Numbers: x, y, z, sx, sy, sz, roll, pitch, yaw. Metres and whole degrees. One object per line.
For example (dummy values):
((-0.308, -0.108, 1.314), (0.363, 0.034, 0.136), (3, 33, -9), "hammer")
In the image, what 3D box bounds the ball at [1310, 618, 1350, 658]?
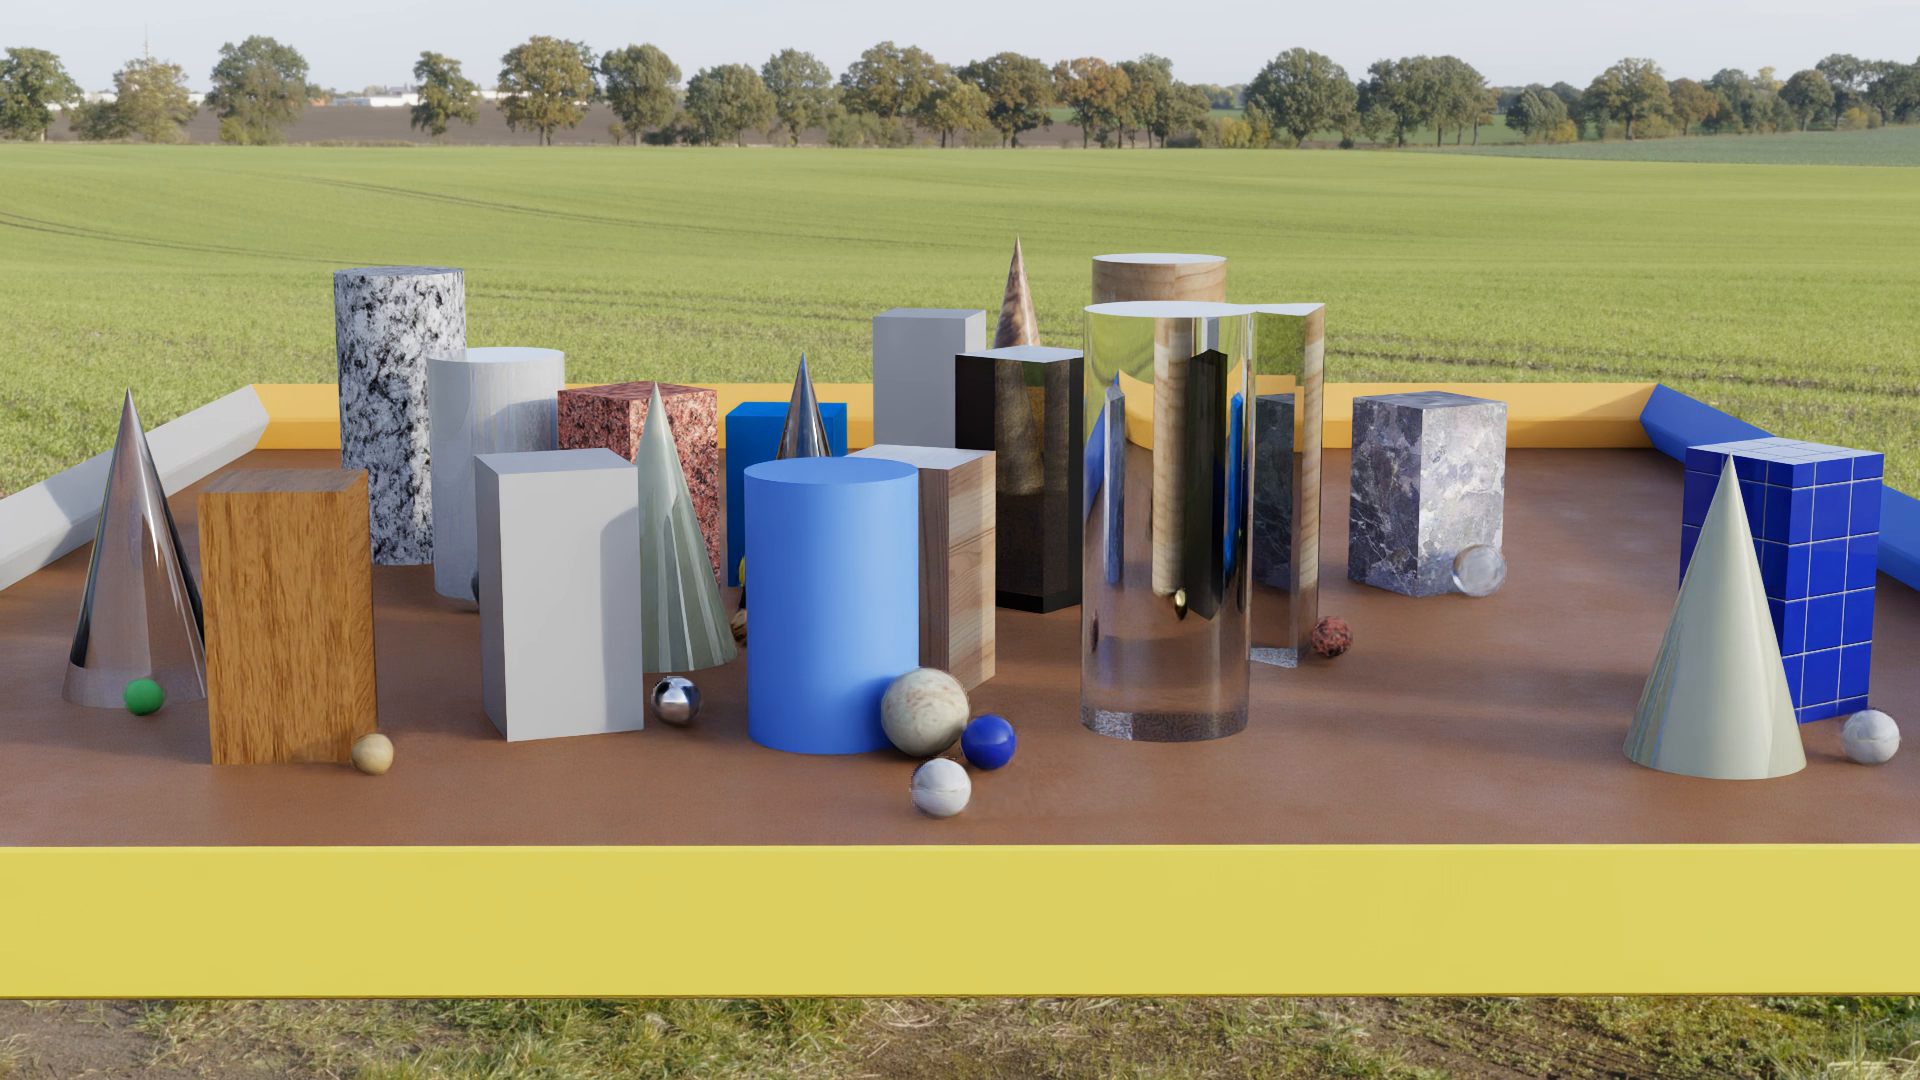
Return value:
((0.459, 0.121, 3.176), (0.049, 0.049, 0.049), (0, 11, 0), "ball")

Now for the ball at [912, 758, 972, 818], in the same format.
((-0.018, 0.242, 2.501), (0.058, 0.058, 0.058), (0, 11, 0), "ball")

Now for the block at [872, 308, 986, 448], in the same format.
((-0.048, -0.203, 4.153), (0.151, 0.328, 0.151), (2, 11, 13), "block")

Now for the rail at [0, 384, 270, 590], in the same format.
((-1.316, 0.033, 3.442), (0.045, 0.122, 2.928), (0, 11, 0), "rail")

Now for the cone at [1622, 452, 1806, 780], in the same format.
((0.802, 0.067, 2.700), (0.189, 0.329, 0.189), (0, 11, 0), "cone")

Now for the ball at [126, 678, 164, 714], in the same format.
((-0.920, 0.177, 2.897), (0.042, 0.042, 0.042), (0, 11, 0), "ball")

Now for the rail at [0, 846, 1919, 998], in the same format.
((0.008, 0.296, 2.033), (2.679, 0.122, 0.045), (0, 11, 0), "rail")

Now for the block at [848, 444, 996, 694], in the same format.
((-0.056, 0.036, 3.019), (0.151, 0.272, 0.151), (4, 11, 21), "block")

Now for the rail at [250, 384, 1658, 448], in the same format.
((-0.008, -0.233, 4.865), (2.679, 0.122, 0.045), (0, 11, 0), "rail")

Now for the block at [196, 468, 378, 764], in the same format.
((-0.716, 0.079, 2.746), (0.151, 0.289, 0.151), (-1, 11, -4), "block")

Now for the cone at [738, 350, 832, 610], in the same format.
((-0.202, -0.068, 3.334), (0.189, 0.362, 0.189), (0, 11, 0), "cone")

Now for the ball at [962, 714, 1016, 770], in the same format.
((0.030, 0.210, 2.672), (0.058, 0.058, 0.058), (0, 11, 0), "ball")

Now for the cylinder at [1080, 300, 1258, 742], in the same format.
((0.229, -0.024, 2.831), (0.189, 0.461, 0.189), (0, 11, 0), "cylinder")

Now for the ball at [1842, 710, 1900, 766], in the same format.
((0.955, 0.207, 2.690), (0.058, 0.058, 0.058), (0, 11, 0), "ball")

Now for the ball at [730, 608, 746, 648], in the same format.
((-0.262, 0.110, 3.226), (0.052, 0.052, 0.052), (0, 11, 0), "ball")

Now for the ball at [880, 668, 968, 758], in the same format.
((-0.038, 0.183, 2.720), (0.094, 0.094, 0.094), (0, 11, 0), "ball")

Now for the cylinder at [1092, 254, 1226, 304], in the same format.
((0.279, -0.171, 3.637), (0.189, 0.455, 0.189), (0, 11, 0), "cylinder")

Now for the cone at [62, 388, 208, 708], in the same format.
((-0.959, -0.002, 2.988), (0.189, 0.359, 0.189), (0, 11, 0), "cone")

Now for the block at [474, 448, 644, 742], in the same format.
((-0.446, 0.057, 2.852), (0.151, 0.293, 0.151), (-4, 11, -20), "block")

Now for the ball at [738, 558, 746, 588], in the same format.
((-0.263, 0.044, 3.506), (0.078, 0.078, 0.078), (0, 11, 0), "ball")

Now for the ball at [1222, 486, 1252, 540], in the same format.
((0.408, -0.042, 3.956), (0.082, 0.082, 0.082), (0, 11, 0), "ball")

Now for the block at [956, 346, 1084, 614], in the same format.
((0.100, -0.086, 3.500), (0.151, 0.337, 0.151), (8, 13, 38), "block")

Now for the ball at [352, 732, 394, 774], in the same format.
((-0.607, 0.221, 2.653), (0.044, 0.044, 0.044), (0, 11, 0), "ball")

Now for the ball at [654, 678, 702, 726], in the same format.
((-0.314, 0.179, 2.852), (0.053, 0.053, 0.053), (0, 11, 0), "ball")

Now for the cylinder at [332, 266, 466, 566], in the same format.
((-0.825, -0.188, 3.813), (0.189, 0.423, 0.189), (0, 11, 0), "cylinder")

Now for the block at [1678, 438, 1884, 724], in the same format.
((0.928, 0.044, 2.914), (0.151, 0.295, 0.151), (-7, 12, -32), "block")

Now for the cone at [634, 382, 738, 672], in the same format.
((-0.371, -0.026, 3.159), (0.189, 0.344, 0.189), (0, 11, 0), "cone")

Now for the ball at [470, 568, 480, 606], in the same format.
((-0.611, 0.060, 3.419), (0.080, 0.080, 0.080), (0, 11, 0), "ball")

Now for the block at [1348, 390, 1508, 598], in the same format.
((0.656, -0.068, 3.610), (0.151, 0.261, 0.151), (-6, 12, -29), "block")

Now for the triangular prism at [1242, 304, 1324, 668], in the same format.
((0.401, -0.075, 3.190), (0.141, 0.429, 0.163), (-10, 14, -42), "triangular prism")

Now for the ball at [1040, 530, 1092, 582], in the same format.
((0.150, 0.023, 3.631), (0.074, 0.074, 0.074), (0, 11, 0), "ball")

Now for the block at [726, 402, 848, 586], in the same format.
((-0.244, -0.066, 3.651), (0.151, 0.242, 0.151), (1, 11, 5), "block")

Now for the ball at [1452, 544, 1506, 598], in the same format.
((0.714, 0.042, 3.533), (0.072, 0.072, 0.072), (0, 11, 0), "ball")

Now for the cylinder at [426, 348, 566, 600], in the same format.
((-0.642, -0.095, 3.576), (0.189, 0.328, 0.189), (0, 11, 0), "cylinder")

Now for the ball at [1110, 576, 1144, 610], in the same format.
((0.224, 0.072, 3.450), (0.045, 0.045, 0.045), (0, 11, 0), "ball")

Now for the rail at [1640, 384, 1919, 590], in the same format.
((1.316, 0.030, 3.457), (0.045, 0.122, 2.928), (0, 11, 0), "rail")

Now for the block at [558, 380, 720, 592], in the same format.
((-0.433, -0.057, 3.467), (0.151, 0.292, 0.151), (10, 14, 43), "block")

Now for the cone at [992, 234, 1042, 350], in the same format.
((0.099, -0.314, 4.451), (0.189, 0.436, 0.189), (0, 11, 0), "cone")

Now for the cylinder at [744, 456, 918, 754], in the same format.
((-0.139, 0.068, 2.799), (0.189, 0.292, 0.189), (0, 11, 0), "cylinder")
